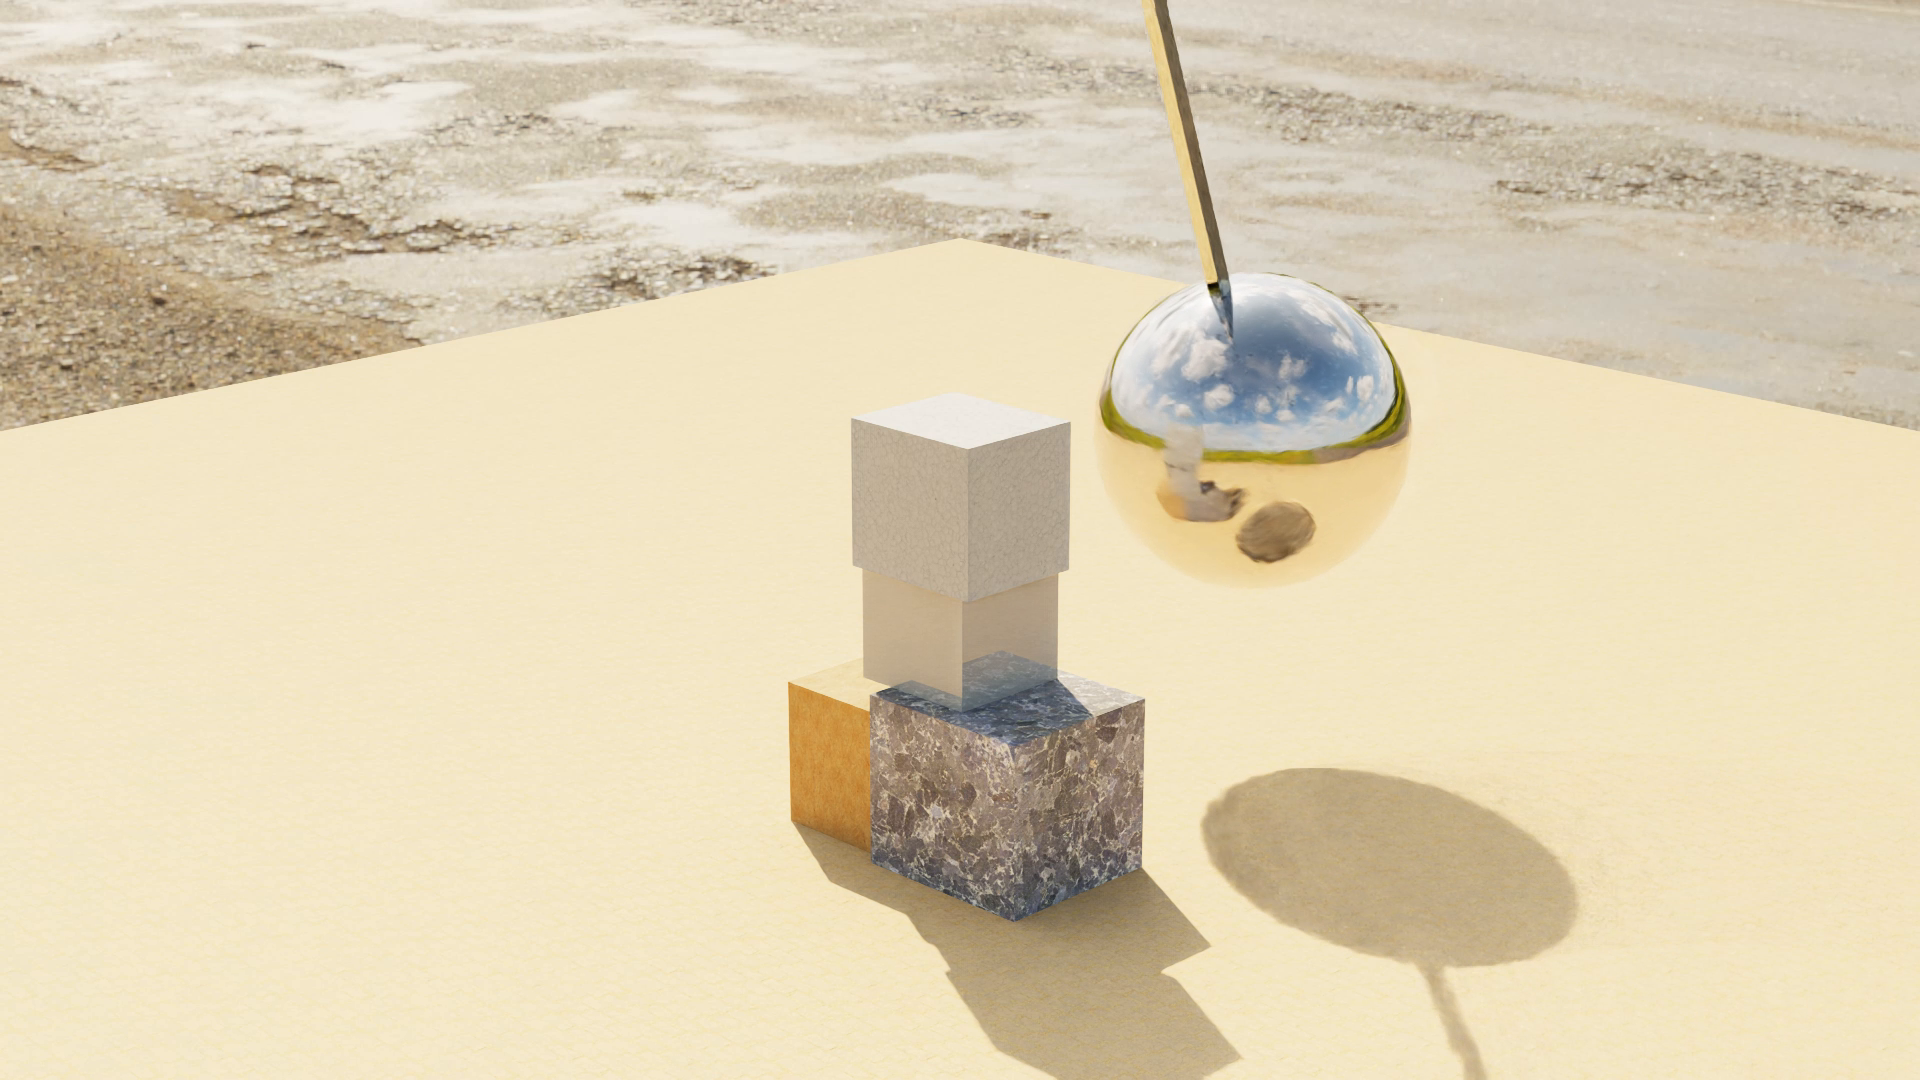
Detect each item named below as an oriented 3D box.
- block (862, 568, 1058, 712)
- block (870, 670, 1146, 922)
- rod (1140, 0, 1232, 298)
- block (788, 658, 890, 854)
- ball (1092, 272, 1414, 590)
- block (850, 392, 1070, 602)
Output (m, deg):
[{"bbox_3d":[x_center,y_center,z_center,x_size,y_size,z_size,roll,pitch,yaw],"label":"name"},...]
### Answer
[{"bbox_3d":[0.002,0.382,13.464,0.624,0.535,0.646,-17,24,-42],"label":"block"},{"bbox_3d":[0.214,1.106,13.439,0.853,0.832,0.919,-17,24,-42],"label":"block"},{"bbox_3d":[0.636,-3.339,12.958,0.080,5.200,0.080,17,44,42],"label":"rod"},{"bbox_3d":[-0.328,0.995,13.999,0.739,0.707,0.631,-17,24,-42],"label":"block"},{"bbox_3d":[1.467,-0.545,14.708,1.600,1.600,1.600,0,17,0],"label":"ball"},{"bbox_3d":[0.003,-0.208,13.279,0.655,0.701,0.745,-17,24,-42],"label":"block"}]
